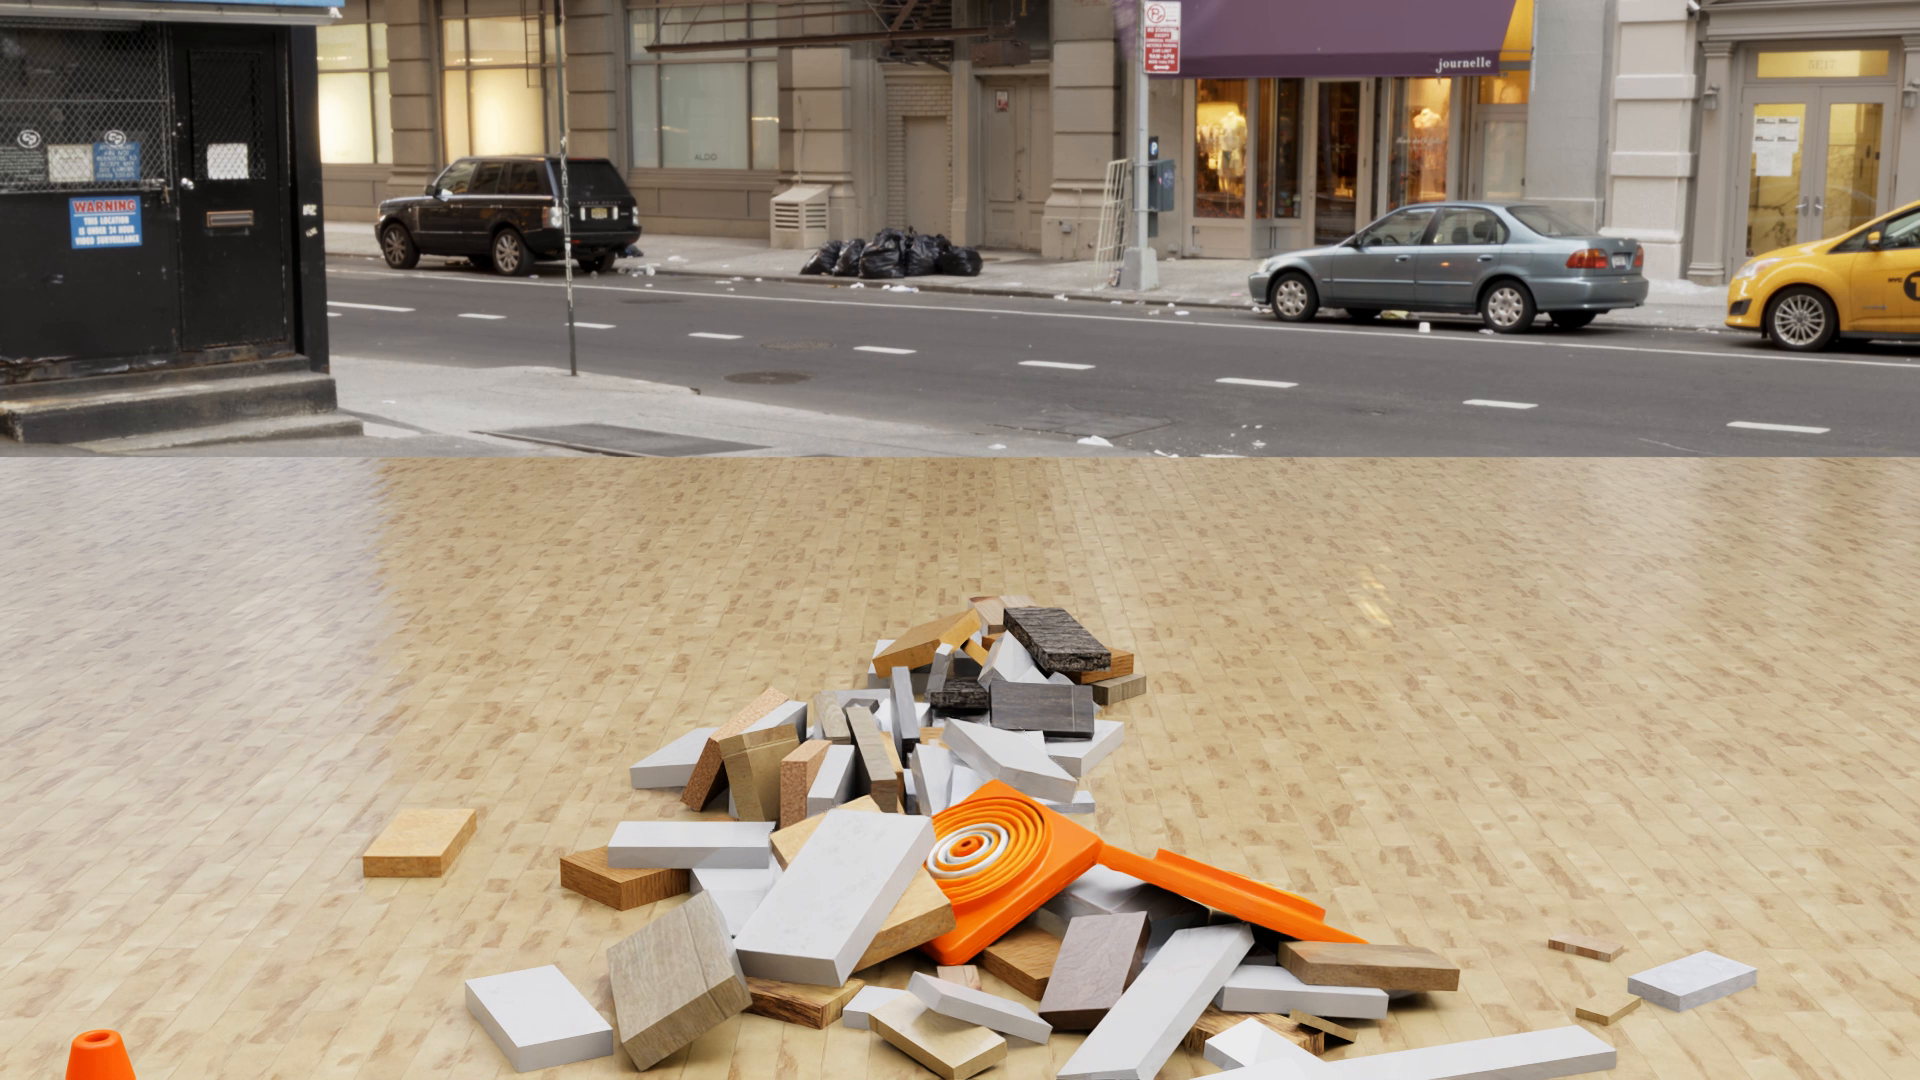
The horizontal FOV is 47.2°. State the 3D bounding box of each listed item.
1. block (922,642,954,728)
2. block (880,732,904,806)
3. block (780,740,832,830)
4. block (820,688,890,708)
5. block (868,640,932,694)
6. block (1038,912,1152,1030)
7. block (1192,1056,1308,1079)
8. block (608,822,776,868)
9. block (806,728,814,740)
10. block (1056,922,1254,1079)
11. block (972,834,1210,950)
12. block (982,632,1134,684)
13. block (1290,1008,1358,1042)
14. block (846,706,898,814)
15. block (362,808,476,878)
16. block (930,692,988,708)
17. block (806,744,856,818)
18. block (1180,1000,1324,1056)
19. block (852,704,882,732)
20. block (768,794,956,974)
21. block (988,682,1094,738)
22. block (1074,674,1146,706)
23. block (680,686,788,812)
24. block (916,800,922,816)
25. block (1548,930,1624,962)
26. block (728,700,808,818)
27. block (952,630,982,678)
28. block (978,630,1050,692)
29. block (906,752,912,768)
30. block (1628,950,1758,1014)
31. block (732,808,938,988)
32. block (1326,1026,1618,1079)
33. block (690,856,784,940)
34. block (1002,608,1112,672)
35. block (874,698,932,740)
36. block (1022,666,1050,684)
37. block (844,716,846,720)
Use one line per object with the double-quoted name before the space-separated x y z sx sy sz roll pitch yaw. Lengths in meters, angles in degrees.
"block" -0.053 0.314 4.666 0.025 0.177 0.089 15 12 6
"block" -0.134 0.448 4.148 0.029 0.103 0.277 -1 11 -7
"block" -0.268 0.448 3.864 0.045 0.158 0.317 1 1 4
"block" -0.207 0.357 4.749 0.177 0.025 0.089 -1 28 -23
"block" -0.120 0.294 5.133 0.166 0.047 0.332 0 11 2
"block" 0.197 0.622 3.183 0.117 0.033 0.234 -8 23 20
"block" 0.300 0.720 2.727 0.298 0.033 0.117 -9 27 -16
"block" -0.449 0.514 3.707 0.267 0.038 0.134 0 11 1
"block" -0.331 0.400 4.457 0.054 0.015 0.108 -39 21 -11
"block" 0.277 0.642 3.033 0.117 0.033 0.447 -13 10 30
"block" 0.201 0.554 3.482 0.158 0.045 0.382 -3 13 -39
"block" 0.222 0.264 5.053 0.166 0.047 0.332 -8 14 -41
"block" 0.505 0.674 3.052 0.050 0.014 0.101 11 -13 43
"block" -0.164 0.445 4.015 0.045 0.159 0.488 -1 11 -8
"block" -0.949 0.532 3.877 0.134 0.038 0.267 0 10 0
"block" 0.007 0.337 4.592 0.114 0.032 0.228 -1 -5 5
"block" -0.223 0.478 3.834 0.045 0.159 0.319 1 11 4
"block" 0.378 0.684 3.071 0.117 0.033 0.234 -10 15 -43
"block" -0.183 0.383 4.379 0.067 0.019 0.133 35 18 -23
"block" -0.156 0.529 3.424 0.176 0.050 0.352 -21 28 -15
"block" 0.165 0.344 4.452 0.210 0.105 0.030 3 -30 -9
"block" 0.267 0.319 5.015 0.285 0.040 0.143 9 14 40
"block" -0.430 0.399 4.220 0.042 0.149 0.298 29 22 9
"block" -0.047 0.489 3.989 0.022 0.079 0.158 -3 10 14
"block" 0.971 0.630 3.413 0.101 0.014 0.050 8 13 38
"block" -0.363 0.416 4.191 0.042 0.149 0.298 6 12 15
"block" 0.065 0.267 5.282 0.163 0.046 0.326 0 11 -1
"block" 0.127 0.305 4.737 0.046 0.163 0.434 -44 2 9
"block" -0.077 0.463 4.137 0.022 0.079 0.180 -2 11 -9
"block" 1.085 0.653 3.258 0.183 0.026 0.091 -7 13 -35
"block" -0.187 0.533 3.317 0.176 0.050 0.352 1 29 25
"block" 0.507 0.719 2.902 0.778 0.026 0.091 -4 11 -18
"block" -0.317 0.590 3.536 0.174 0.049 0.347 -3 11 -17
"block" 0.217 0.224 5.024 0.143 0.040 0.483 0 10 -10
"block" -0.145 0.396 4.442 0.105 0.030 0.210 5 31 24
"block" 0.173 0.329 4.595 0.103 0.029 0.207 45 9 -2
"block" -0.213 0.408 4.339 0.019 0.067 0.133 -33 34 14
